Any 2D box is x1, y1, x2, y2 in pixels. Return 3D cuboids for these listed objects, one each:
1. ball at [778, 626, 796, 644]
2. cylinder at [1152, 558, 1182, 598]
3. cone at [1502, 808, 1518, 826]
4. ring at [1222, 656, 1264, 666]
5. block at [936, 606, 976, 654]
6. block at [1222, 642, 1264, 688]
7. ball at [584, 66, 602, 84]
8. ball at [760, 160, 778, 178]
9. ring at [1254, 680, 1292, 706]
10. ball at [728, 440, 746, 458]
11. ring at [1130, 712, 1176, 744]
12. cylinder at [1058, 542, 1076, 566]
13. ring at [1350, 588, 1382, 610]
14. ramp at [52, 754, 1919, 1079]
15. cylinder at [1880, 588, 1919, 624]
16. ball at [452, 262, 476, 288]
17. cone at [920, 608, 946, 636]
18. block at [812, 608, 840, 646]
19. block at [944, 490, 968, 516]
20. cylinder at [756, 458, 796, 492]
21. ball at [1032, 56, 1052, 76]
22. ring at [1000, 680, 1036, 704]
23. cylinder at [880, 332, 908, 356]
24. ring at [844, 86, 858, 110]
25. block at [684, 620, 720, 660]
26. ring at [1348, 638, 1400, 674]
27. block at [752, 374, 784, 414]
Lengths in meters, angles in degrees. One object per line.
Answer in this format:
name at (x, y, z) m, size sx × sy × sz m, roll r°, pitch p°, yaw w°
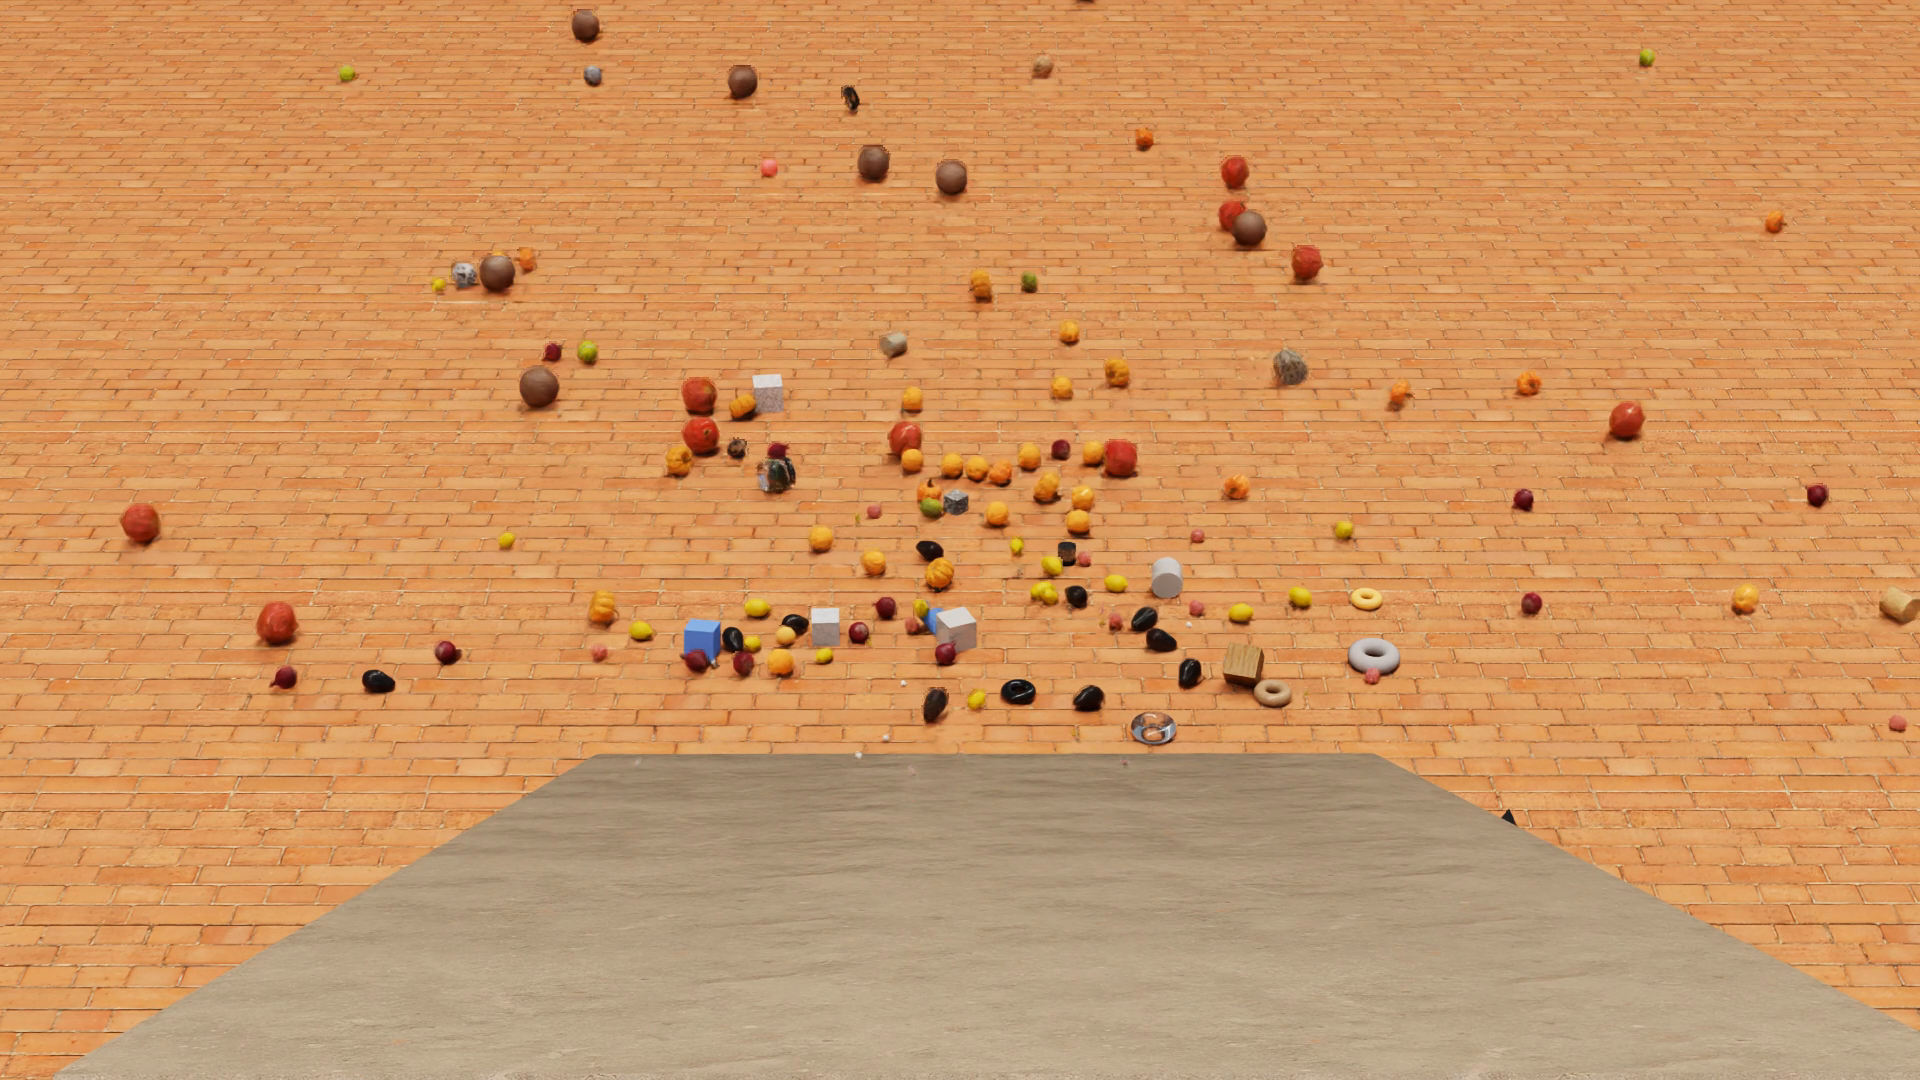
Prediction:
ball at (-0.488, 0.269, 7.264) m, size 0.051 × 0.051 × 0.051 m, roll 0°, pitch 30°, yaw 0°
cylinder at (0.600, 0.110, 7.503) m, size 0.087 × 0.087 × 0.087 m, roll 1°, pitch 31°, yaw 2°
cone at (1.370, 0.705, 6.477) m, size 0.083 × 0.083 × 0.083 m, roll 0°, pitch 30°, yaw 0°
ring at (0.783, 0.340, 7.156) m, size 0.112 × 0.037 × 0.112 m, roll -1°, pitch 29°, yaw 1°
block at (-0.010, 0.253, 7.256) m, size 0.086 × 0.086 × 0.086 m, roll -13°, pitch 32°, yaw -21°
block at (0.774, 0.341, 7.065) m, size 0.090 × 0.090 × 0.090 m, roll 9°, pitch 72°, yaw 16°
ball at (-1.587, -2.006, 11.173) m, size 0.081 × 0.081 × 0.081 m, roll 0°, pitch 30°, yaw 0°
ball at (-0.759, -1.475, 10.264) m, size 0.070 × 0.070 × 0.070 m, roll 0°, pitch 30°, yaw 0°
ring at (0.850, 0.415, 7.028) m, size 0.106 × 0.035 × 0.106 m, roll 0°, pitch 31°, yaw 0°
ball at (-0.709, -0.287, 8.219) m, size 0.060 × 0.060 × 0.060 m, roll 0°, pitch 30°, yaw 0°
ring at (0.514, 0.498, 6.879) m, size 0.123 × 0.041 × 0.123 m, roll -1°, pitch 30°, yaw 1°
cylinder at (0.316, 0.042, 7.654) m, size 0.055 × 0.055 × 0.055 m, roll 0°, pitch 30°, yaw 0°
ring at (1.172, 0.170, 7.458) m, size 0.092 × 0.031 × 0.092 m, roll 0°, pitch 31°, yaw 0°
ramp at (0.067, 0.598, 4.657) m, size 2.000 × 0.100 × 4.000 m, roll 0°, pitch 0°, yaw 0°
cylinder at (2.679, 0.187, 7.378) m, size 0.079 × 0.079 × 0.079 m, roll -19°, pitch 35°, yaw -29°
ball at (-1.792, -0.958, 9.351) m, size 0.088 × 0.088 × 0.088 m, roll 0°, pitch 30°, yaw 0°
cone at (-0.069, 0.246, 7.321) m, size 0.077 × 0.077 × 0.077 m, roll -6°, pitch 57°, yaw -11°
block at (-0.378, 0.245, 7.280) m, size 0.077 × 0.077 × 0.077 m, roll -1°, pitch 30°, yaw -2°
block at (-0.012, -0.114, 7.924) m, size 0.054 × 0.054 × 0.054 m, roll 23°, pitch 37°, yaw 34°
cylinder at (-0.572, -0.203, 8.041) m, size 0.092 × 0.092 × 0.092 m, roll -15°, pitch 33°, yaw -24°
ball at (0.360, -2.065, 11.268) m, size 0.088 × 0.088 × 0.088 m, roll 0°, pitch 30°, yaw 0°
ring at (0.159, 0.412, 7.035) m, size 0.098 × 0.033 × 0.098 m, roll -1°, pitch 30°, yaw 1°
cylinder at (-0.226, -0.671, 8.873) m, size 0.069 × 0.069 × 0.069 m, roll -24°, pitch 38°, yaw -35°
ring at (-0.457, -1.860, 10.890) m, size 0.033 × 0.098 × 0.098 m, roll -22°, pitch 36°, yaw -20°
block at (-0.717, 0.278, 7.202) m, size 0.084 × 0.084 × 0.084 m, roll 4°, pitch 20°, yaw 7°
ring at (1.148, 0.321, 7.177) m, size 0.146 × 0.049 × 0.146 m, roll 0°, pitch 31°, yaw 0°
block at (-0.633, -0.483, 8.524) m, size 0.093 × 0.093 × 0.093 m, roll -4°, pitch 30°, yaw -7°
